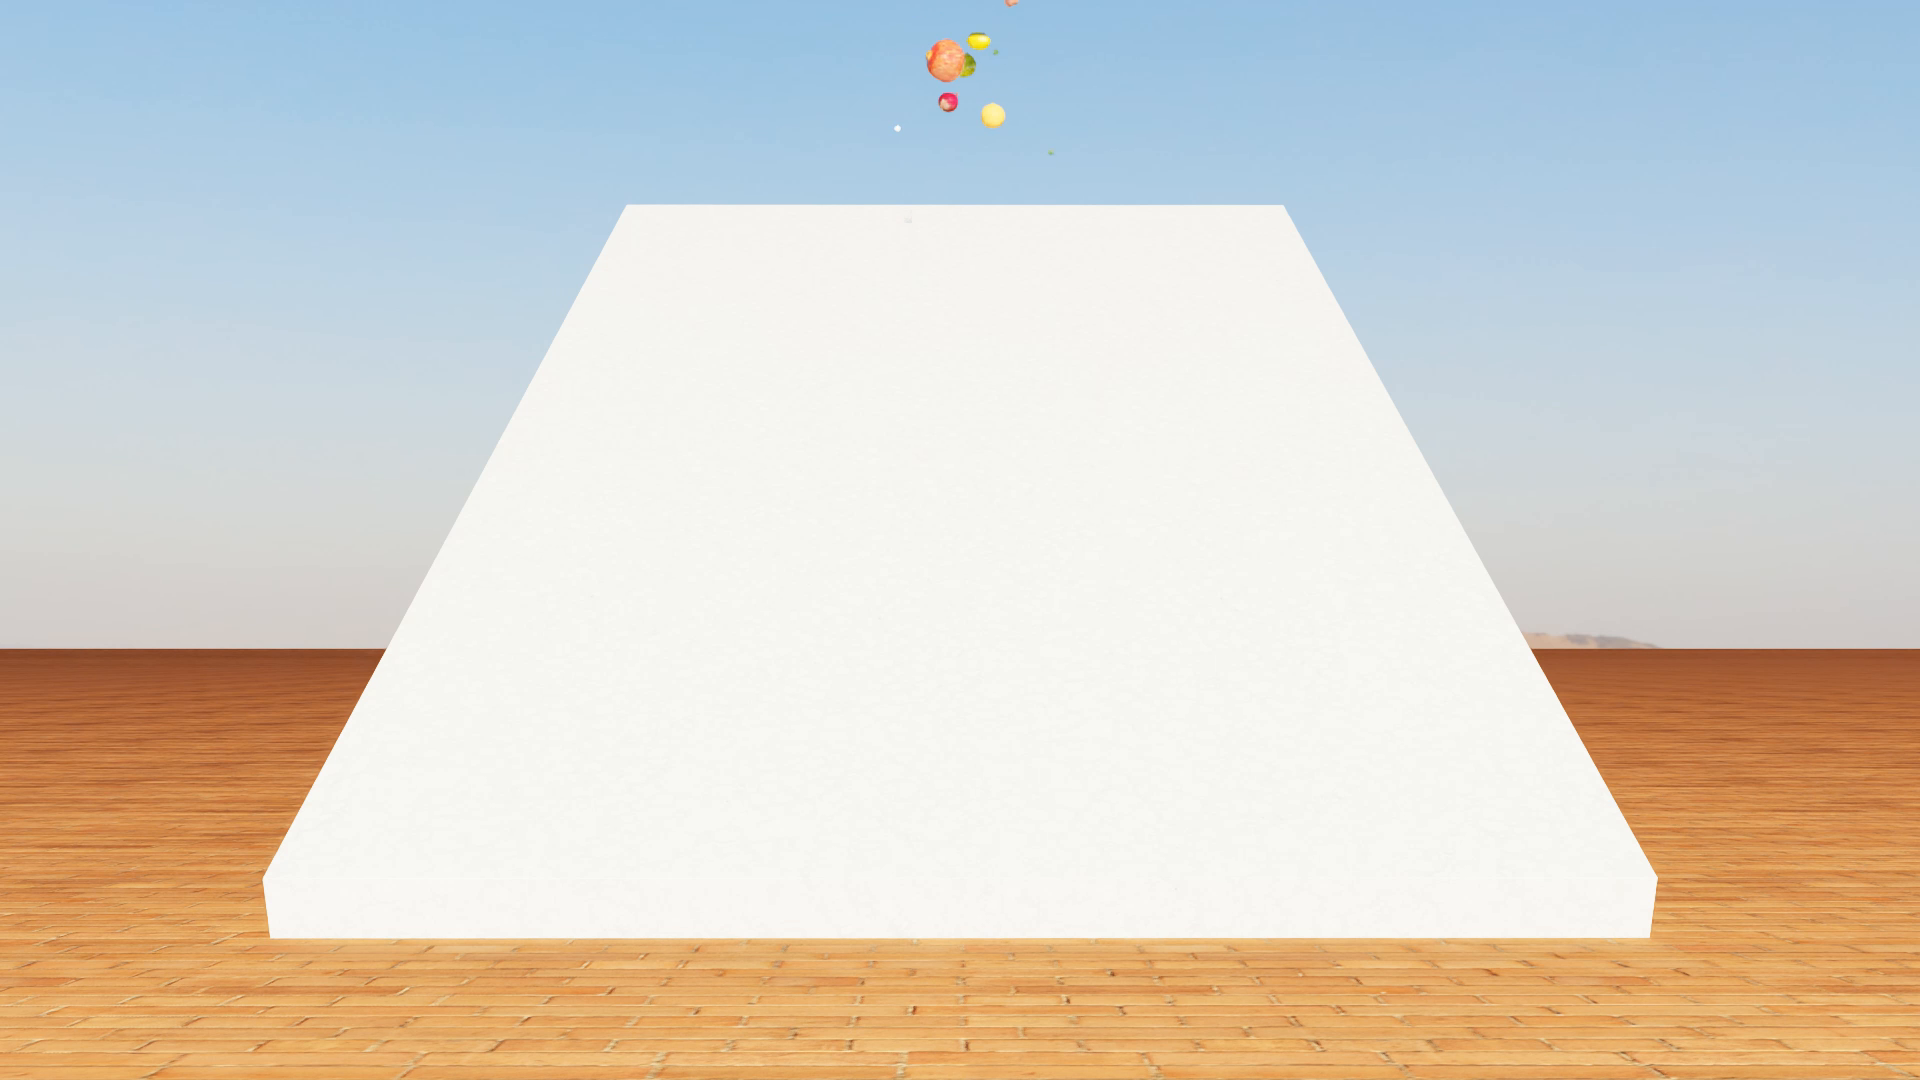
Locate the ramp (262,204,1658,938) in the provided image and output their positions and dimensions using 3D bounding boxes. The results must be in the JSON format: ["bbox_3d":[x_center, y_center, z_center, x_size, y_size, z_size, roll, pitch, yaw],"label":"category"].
[{"bbox_3d":[-0.007,-0.221,5.167,2.000,0.100,4.000,0,22,0],"label":"ramp"}]
